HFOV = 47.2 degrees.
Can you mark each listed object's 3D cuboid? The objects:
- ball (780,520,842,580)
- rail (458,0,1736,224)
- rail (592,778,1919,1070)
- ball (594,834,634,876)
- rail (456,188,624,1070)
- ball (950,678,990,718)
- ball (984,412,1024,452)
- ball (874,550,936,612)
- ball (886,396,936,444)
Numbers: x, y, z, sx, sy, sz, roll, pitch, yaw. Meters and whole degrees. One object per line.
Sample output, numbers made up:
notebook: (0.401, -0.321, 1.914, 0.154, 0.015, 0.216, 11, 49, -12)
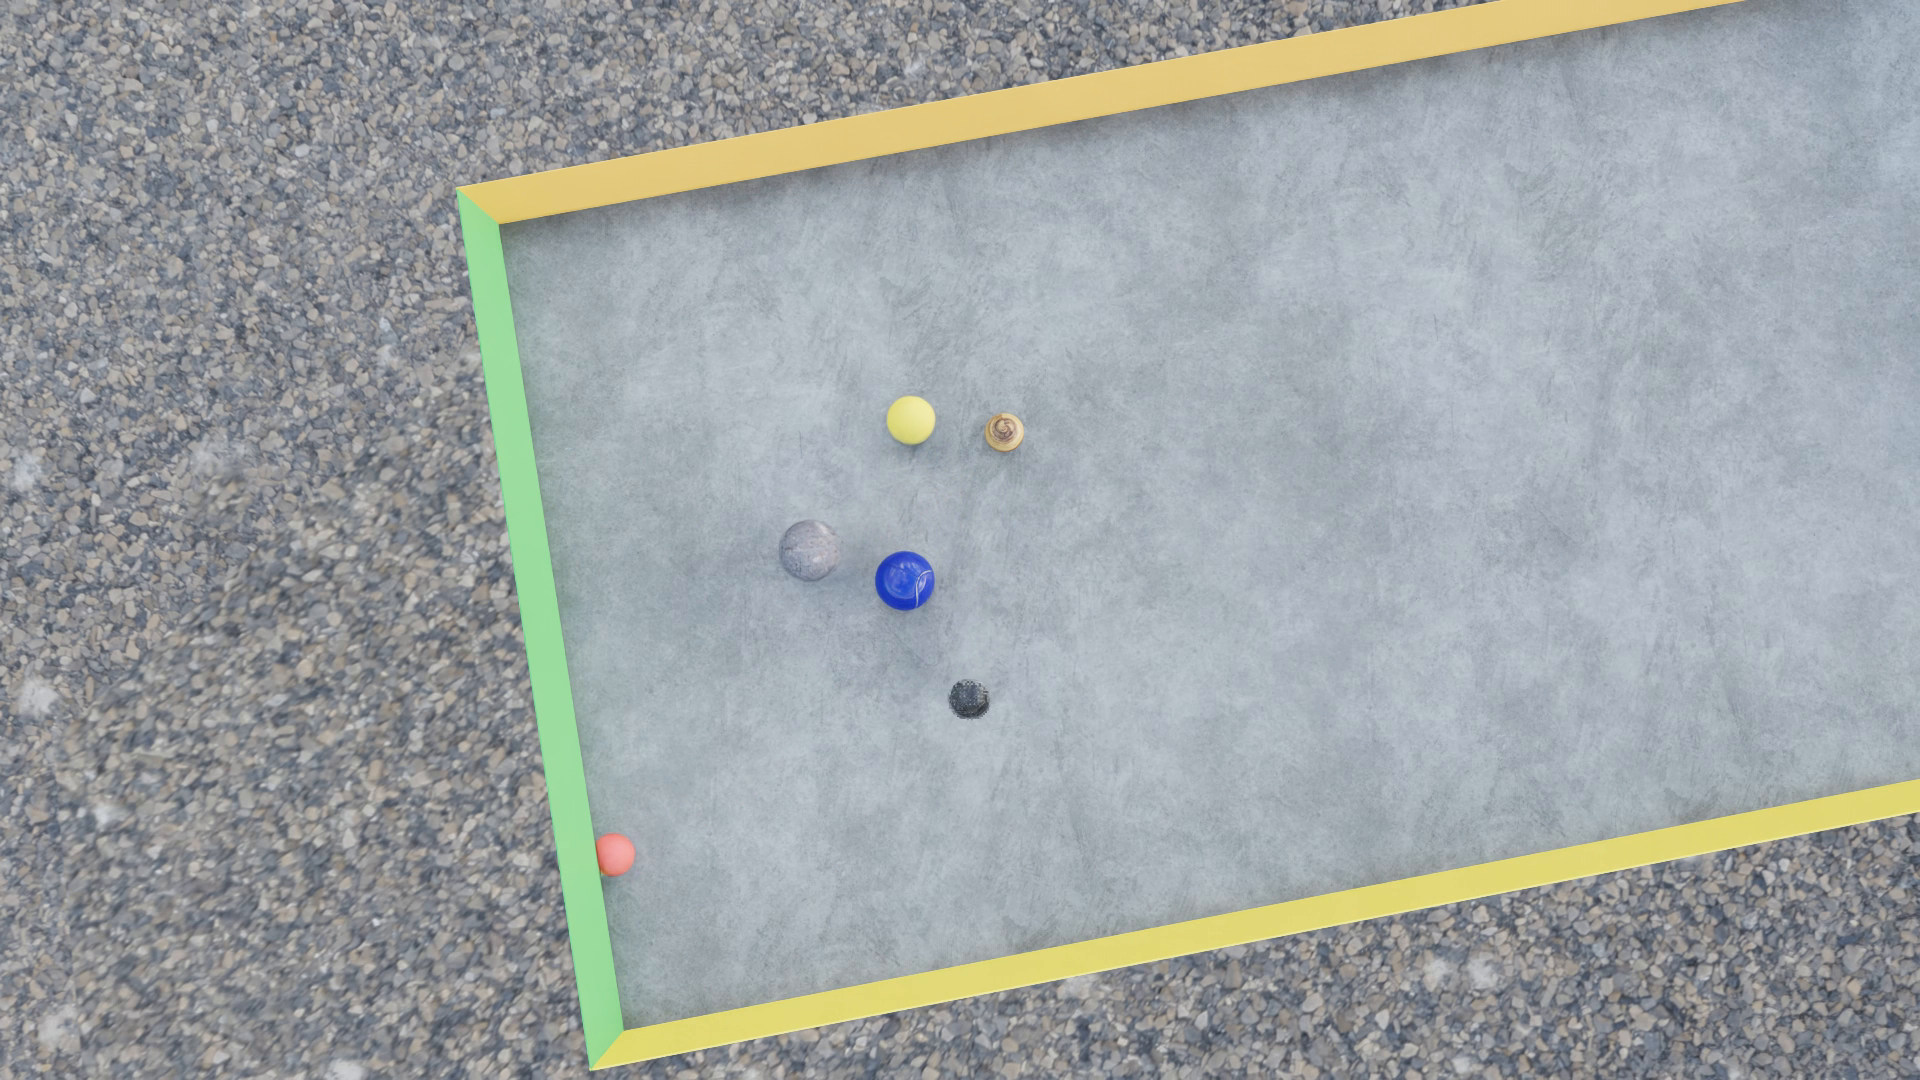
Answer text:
ball: (-0.223, 0.015, 3.290, 0.092, 0.092, 0.092, 0, 78, 0)
rail: (0.520, -0.738, 3.433, 2.605, 0.120, 0.045, -11, 78, -2)
rail: (0.759, 0.490, 3.175, 2.605, 0.120, 0.045, -11, 78, -2)
ball: (-0.506, 0.460, 3.211, 0.063, 0.063, 0.063, 0, 78, 0)
rail: (-0.616, 0.110, 3.254, 0.045, 0.120, 1.325, -11, 78, -2)
ball: (0.014, 0.235, 3.261, 0.059, 0.059, 0.059, 0, 78, 0)
ball: (0.068, -0.163, 3.343, 0.060, 0.060, 0.060, 0, 78, 0)
ball: (-0.082, 0.061, 3.281, 0.090, 0.090, 0.090, 0, 78, 0)
ball: (-0.074, -0.181, 3.341, 0.074, 0.074, 0.074, 0, 78, 0)
